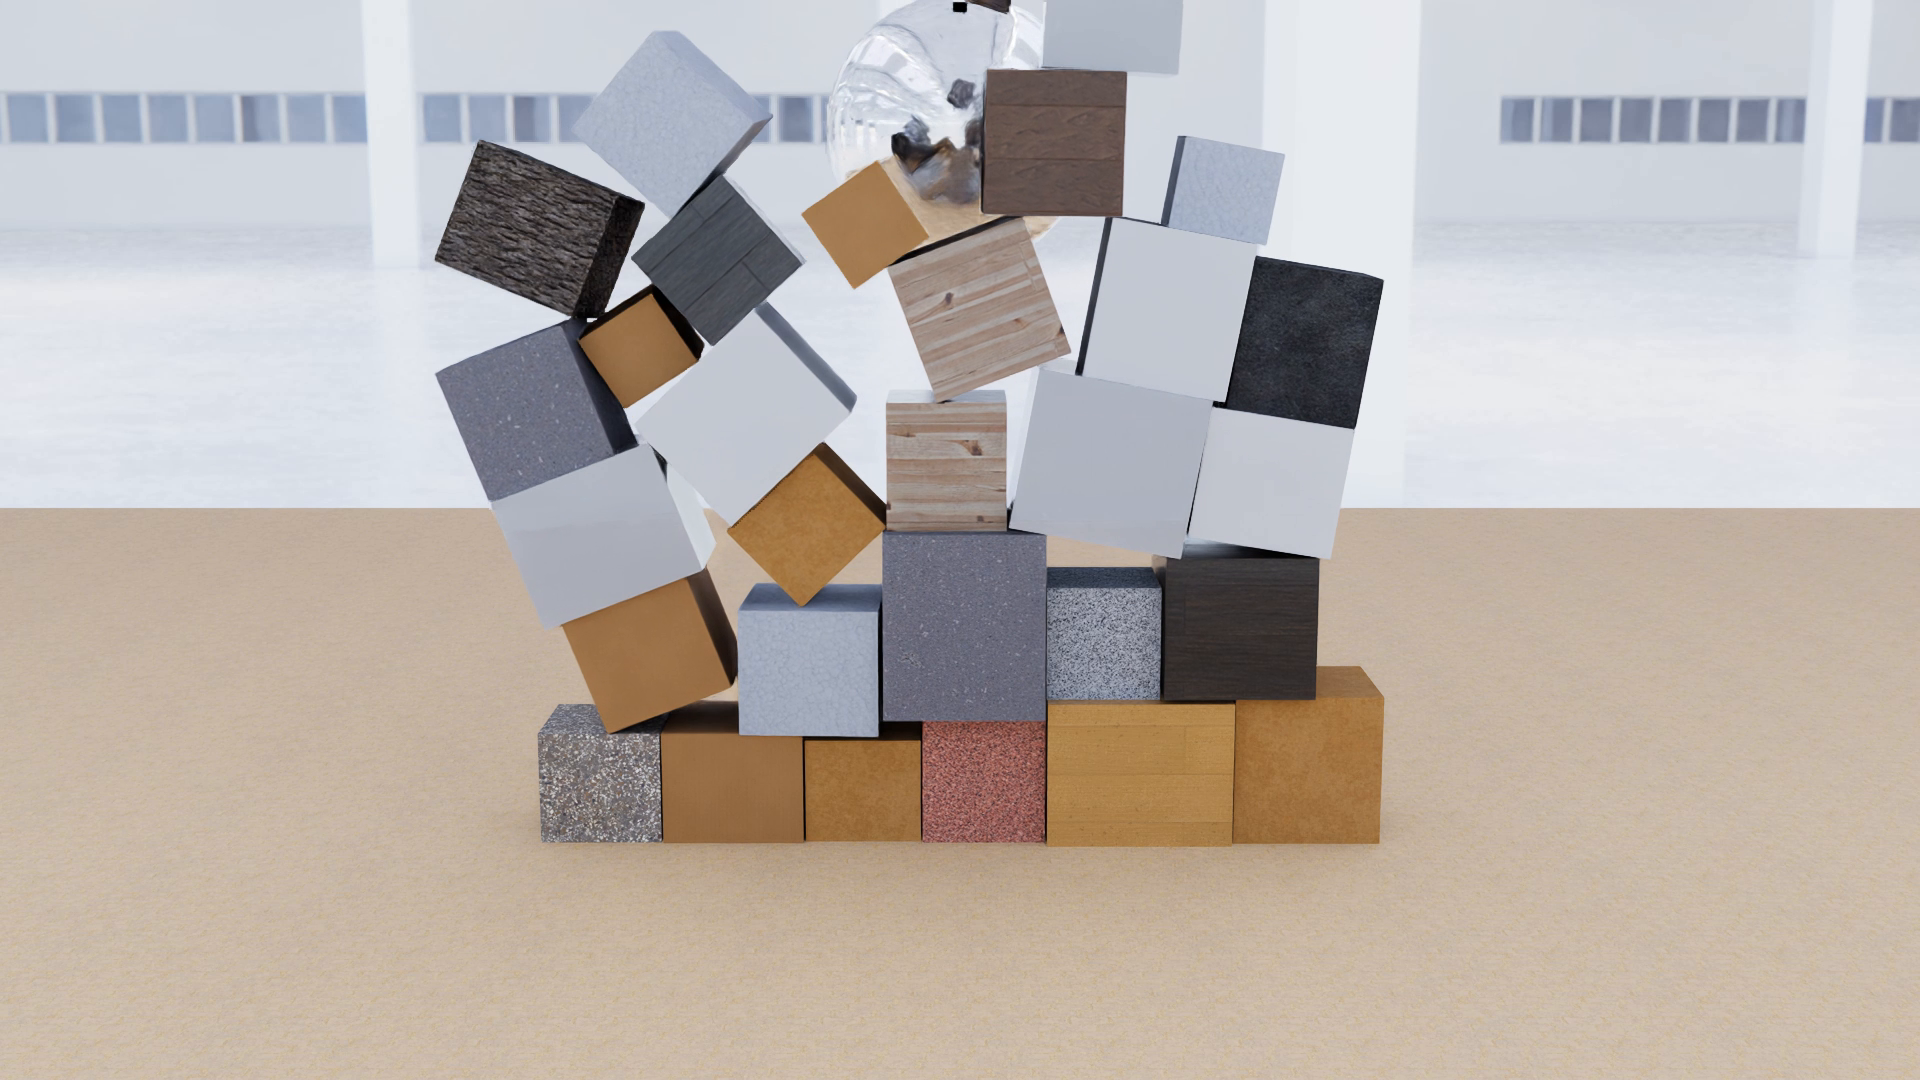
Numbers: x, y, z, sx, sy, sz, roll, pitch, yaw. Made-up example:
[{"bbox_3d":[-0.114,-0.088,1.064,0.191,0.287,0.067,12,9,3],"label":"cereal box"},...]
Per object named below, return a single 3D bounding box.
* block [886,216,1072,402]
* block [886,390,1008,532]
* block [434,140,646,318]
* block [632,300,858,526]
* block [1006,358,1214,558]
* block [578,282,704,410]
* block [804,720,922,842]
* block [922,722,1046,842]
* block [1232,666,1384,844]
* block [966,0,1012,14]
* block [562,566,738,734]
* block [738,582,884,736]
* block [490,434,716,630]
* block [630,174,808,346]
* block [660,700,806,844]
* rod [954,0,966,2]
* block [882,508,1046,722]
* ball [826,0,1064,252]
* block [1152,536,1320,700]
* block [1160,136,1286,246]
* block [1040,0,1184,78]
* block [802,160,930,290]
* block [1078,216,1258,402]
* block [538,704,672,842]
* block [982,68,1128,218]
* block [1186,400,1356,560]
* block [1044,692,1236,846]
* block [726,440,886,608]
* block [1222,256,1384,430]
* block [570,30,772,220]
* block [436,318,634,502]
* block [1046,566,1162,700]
[{"bbox_3d":[0.086,-1.174,10.992,0.701,0.701,0.677,-20,10,2],"label":"block"},{"bbox_3d":[-0.066,-0.408,11.089,0.593,0.640,0.575,0,10,0],"label":"block"},{"bbox_3d":[-2.090,-1.547,11.023,0.727,0.630,0.698,22,7,1],"label":"block"},{"bbox_3d":[-1.061,-0.653,11.060,0.816,0.688,0.768,-43,7,7],"label":"block"},{"bbox_3d":[0.736,-0.437,11.102,0.857,0.794,0.790,10,10,-2],"label":"block"},{"bbox_3d":[-1.595,-0.989,11.043,0.441,0.409,0.430,-32,15,7],"label":"block"},{"bbox_3d":[-0.490,1.213,11.417,0.583,0.528,0.632,0,10,0],"label":"block"},{"bbox_3d":[0.121,1.149,11.404,0.616,0.660,0.662,0,10,0],"label":"block"},{"bbox_3d":[1.750,1.102,11.382,0.741,0.760,0.671,0,10,0],"label":"block"},{"bbox_3d":[0.058,-3.028,10.710,0.600,0.669,0.627,17,3,-2],"label":"block"},{"bbox_3d":[-1.565,0.516,11.288,0.669,0.612,0.658,-21,10,4],"label":"block"},{"bbox_3d":[-0.742,0.604,11.278,0.696,0.636,0.703,1,10,2],"label":"block"},{"bbox_3d":[-1.789,-0.080,11.154,0.843,0.684,0.712,-21,10,3],"label":"block"},{"bbox_3d":[-1.185,-1.394,10.929,0.597,0.580,0.645,-42,8,4],"label":"block"},{"bbox_3d":[-1.145,1.194,11.401,0.709,0.571,0.662,0,10,0],"label":"block"},{"bbox_3d":[0.000,-5.287,11.230,0.080,5.200,0.080,0,33,0],"label":"rod"},{"bbox_3d":[0.022,0.363,11.259,0.806,0.938,0.844,0,10,0],"label":"block"},{"bbox_3d":[0.000,-2.429,13.071,1.600,1.600,1.600,0,10,0],"label":"ball"},{"bbox_3d":[1.392,0.374,11.258,0.754,0.716,0.789,0,10,0],"label":"block"},{"bbox_3d":[1.289,-1.728,10.849,0.485,0.445,0.518,10,10,-1],"label":"block"},{"bbox_3d":[0.739,-2.635,10.704,0.650,0.707,0.614,4,10,0],"label":"block"},{"bbox_3d":[-0.466,-1.561,10.858,0.448,0.443,0.496,-34,9,4],"label":"block"},{"bbox_3d":[1.017,-1.167,10.943,0.706,0.775,0.663,10,10,-1],"label":"block"},{"bbox_3d":[-1.815,1.200,11.382,0.610,0.567,0.598,0,10,0],"label":"block"},{"bbox_3d":[0.450,-1.952,10.824,0.668,0.686,0.696,1,10,-1],"label":"block"},{"bbox_3d":[1.525,-0.336,11.103,0.713,0.650,0.688,9,10,-1],"label":"block"},{"bbox_3d":[0.903,1.113,11.386,0.931,0.737,0.778,0,10,0],"label":"block"},{"bbox_3d":[-0.761,-0.102,11.166,0.590,0.532,0.563,-43,8,7],"label":"block"},{"bbox_3d":[1.680,-1.003,10.985,0.641,0.736,0.620,9,10,-1],"label":"block"},{"bbox_3d":[-1.398,-2.042,10.763,0.634,0.617,0.631,42,13,-6],"label":"block"},{"bbox_3d":[-2.112,-0.670,11.005,0.665,0.681,0.635,-20,10,4],"label":"block"},{"bbox_3d":[0.718,0.471,11.267,0.569,0.569,0.562,0,10,0],"label":"block"}]
